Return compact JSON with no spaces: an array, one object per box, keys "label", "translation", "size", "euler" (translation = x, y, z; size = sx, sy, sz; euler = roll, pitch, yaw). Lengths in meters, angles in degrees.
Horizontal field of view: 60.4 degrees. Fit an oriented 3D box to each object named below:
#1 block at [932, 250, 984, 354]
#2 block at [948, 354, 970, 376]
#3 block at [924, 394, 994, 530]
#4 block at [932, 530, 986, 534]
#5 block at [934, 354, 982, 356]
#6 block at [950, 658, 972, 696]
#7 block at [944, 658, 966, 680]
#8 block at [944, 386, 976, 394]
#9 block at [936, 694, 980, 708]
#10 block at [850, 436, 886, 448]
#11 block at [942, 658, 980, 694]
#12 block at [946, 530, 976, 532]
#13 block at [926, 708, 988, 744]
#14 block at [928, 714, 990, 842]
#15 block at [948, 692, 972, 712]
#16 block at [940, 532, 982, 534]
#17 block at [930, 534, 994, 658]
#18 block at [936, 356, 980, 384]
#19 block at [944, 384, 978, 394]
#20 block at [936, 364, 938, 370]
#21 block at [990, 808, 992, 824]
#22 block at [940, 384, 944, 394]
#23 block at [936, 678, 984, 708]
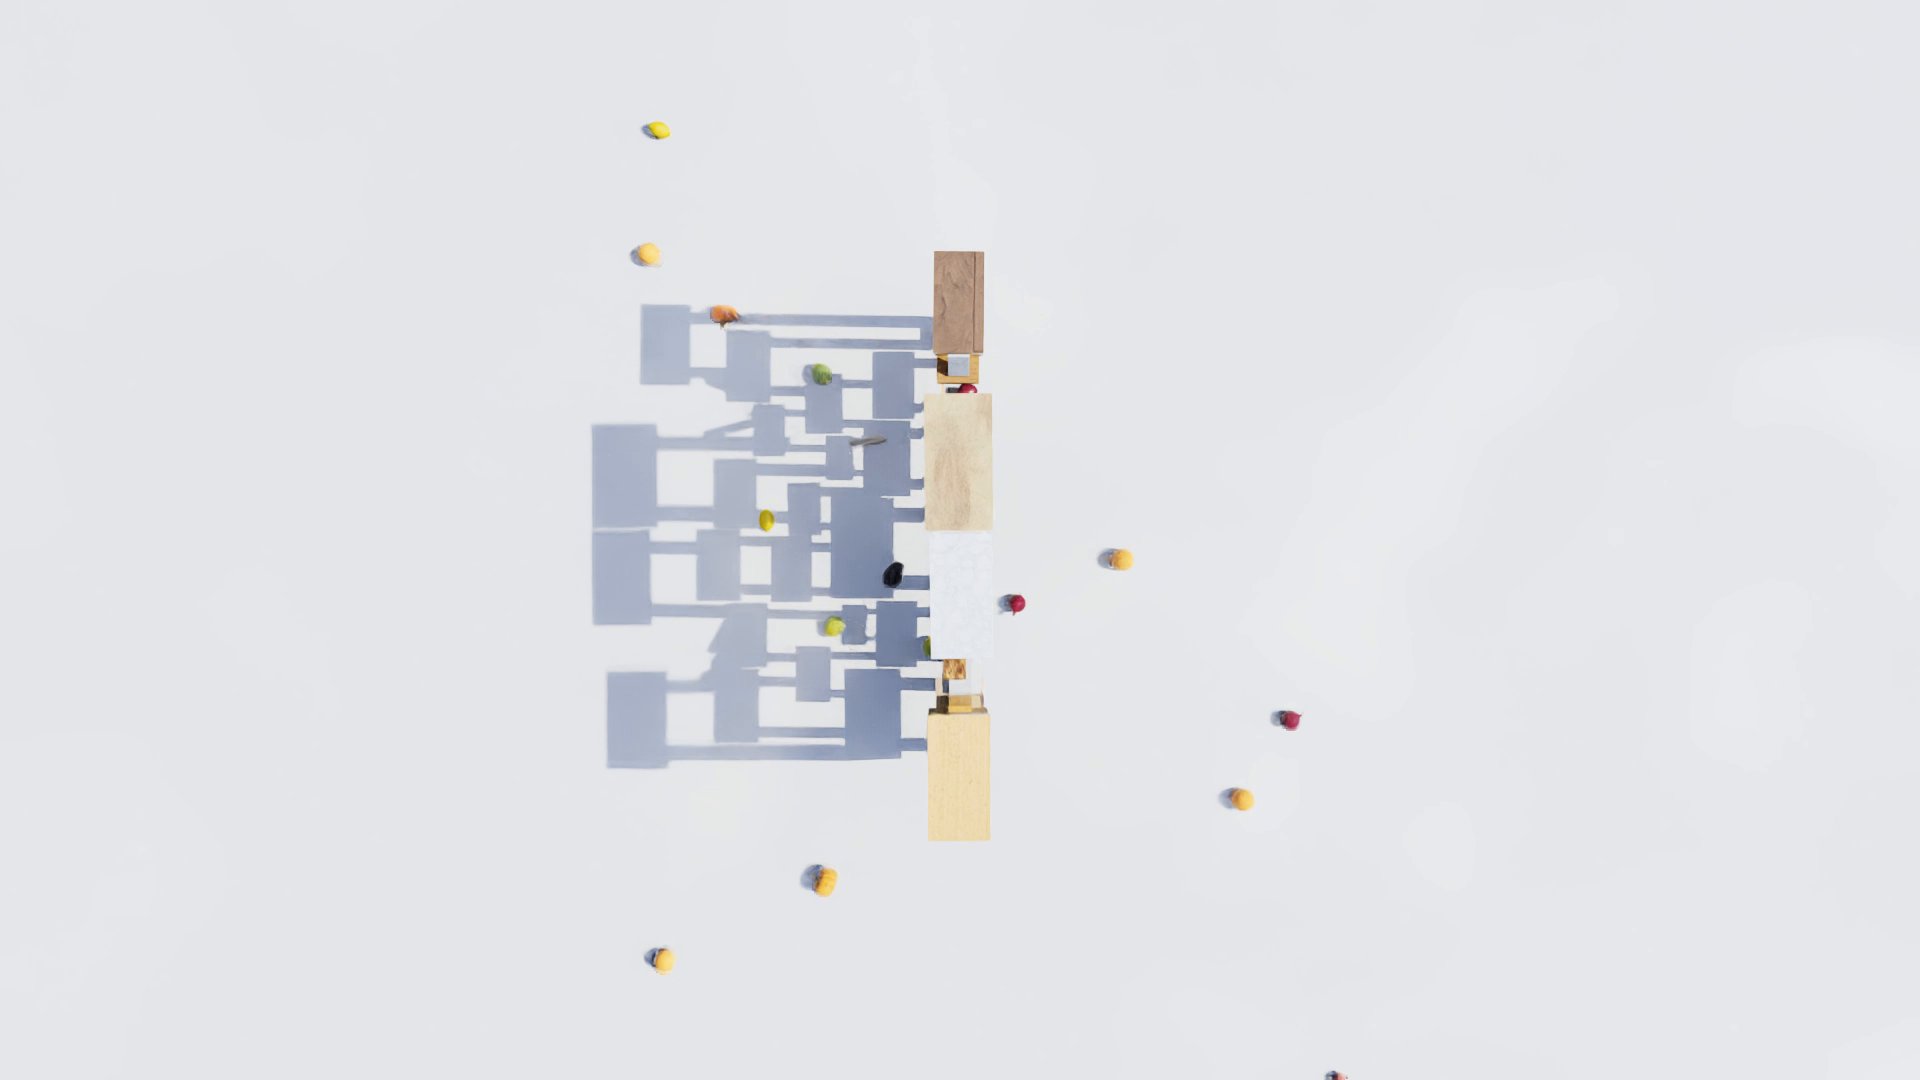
[{"label":"block","translation":[-0.003,-0.635,4.417],"size":[0.135,0.038,0.271],"euler":[1,90,0]},{"label":"block","translation":[-0.004,-0.496,4.648],"size":[0.060,0.120,0.017],"euler":[1,69,0]},{"label":"block","translation":[-0.003,-0.201,4.266],"size":[0.176,0.050,0.352],"euler":[-1,90,0]},{"label":"block","translation":[-0.001,0.032,5.139],"size":[0.169,0.048,0.338],"euler":[0,90,0]},{"label":"block","translation":[-0.003,-0.544,4.571],"size":[0.135,0.271,0.038],"euler":[1,90,0]},{"label":"block","translation":[0.001,0.379,4.651],"size":[0.063,0.018,0.126],"euler":[0,57,0]},{"label":"block","translation":[-0.015,0.334,4.654],"size":[0.063,0.018,0.126],"euler":[0,60,0]},{"label":"block","translation":[0.000,-0.357,4.794],"size":[0.087,0.025,0.175],"euler":[0,90,0]},{"label":"block","translation":[-0.004,0.564,4.678],"size":[0.123,0.035,0.246],"euler":[0,90,0]},{"label":"block","translation":[-0.305,-0.325,5.470],"size":[0.120,0.060,0.017],"euler":[-10,87,0]},{"label":"block","translation":[0.005,0.328,4.708],"size":[0.108,0.031,0.217],"euler":[0,90,0]},{"label":"block","translation":[0.001,-0.094,4.924],"size":[0.089,0.025,0.178],"euler":[-1,90,0]},{"label":"block","translation":[-0.005,0.504,4.496],"size":[0.164,0.328,0.046],"euler":[0,92,0]},{"label":"block","translation":[-0.002,0.619,4.309],"size":[0.164,0.046,0.328],"euler":[0,90,0]},{"label":"block","translation":[0.001,0.442,4.632],"size":[0.063,0.126,0.018],"euler":[0,115,0]},{"label":"block","translation":[0.002,0.096,4.606],"size":[0.120,0.034,0.240],"euler":[0,90,0]},{"label":"block","translation":[0.003,0.144,4.247],"size":[0.159,0.045,0.319],"euler":[-1,90,0]},{"label":"block","translation":[-0.005,-0.569,4.724],"size":[0.120,0.034,0.240],"euler":[0,90,0]},{"label":"block","translation":[0.001,-0.448,4.995],"size":[0.101,0.029,0.202],"euler":[-1,90,0]},{"label":"block","translation":[-0.008,-0.488,4.861],"size":[0.120,0.240,0.034],"euler":[0,90,0]},{"label":"block","translation":[0.000,0.721,4.744],"size":[0.164,0.823,0.046],"euler":[-2,91,0]},{"label":"block","translation":[-0.004,-0.513,5.258],"size":[0.113,0.032,0.226],"euler":[0,90,0]},{"label":"block","translation":[0.000,0.584,5.177],"size":[0.151,0.043,0.301],"euler":[-1,90,0]}]
